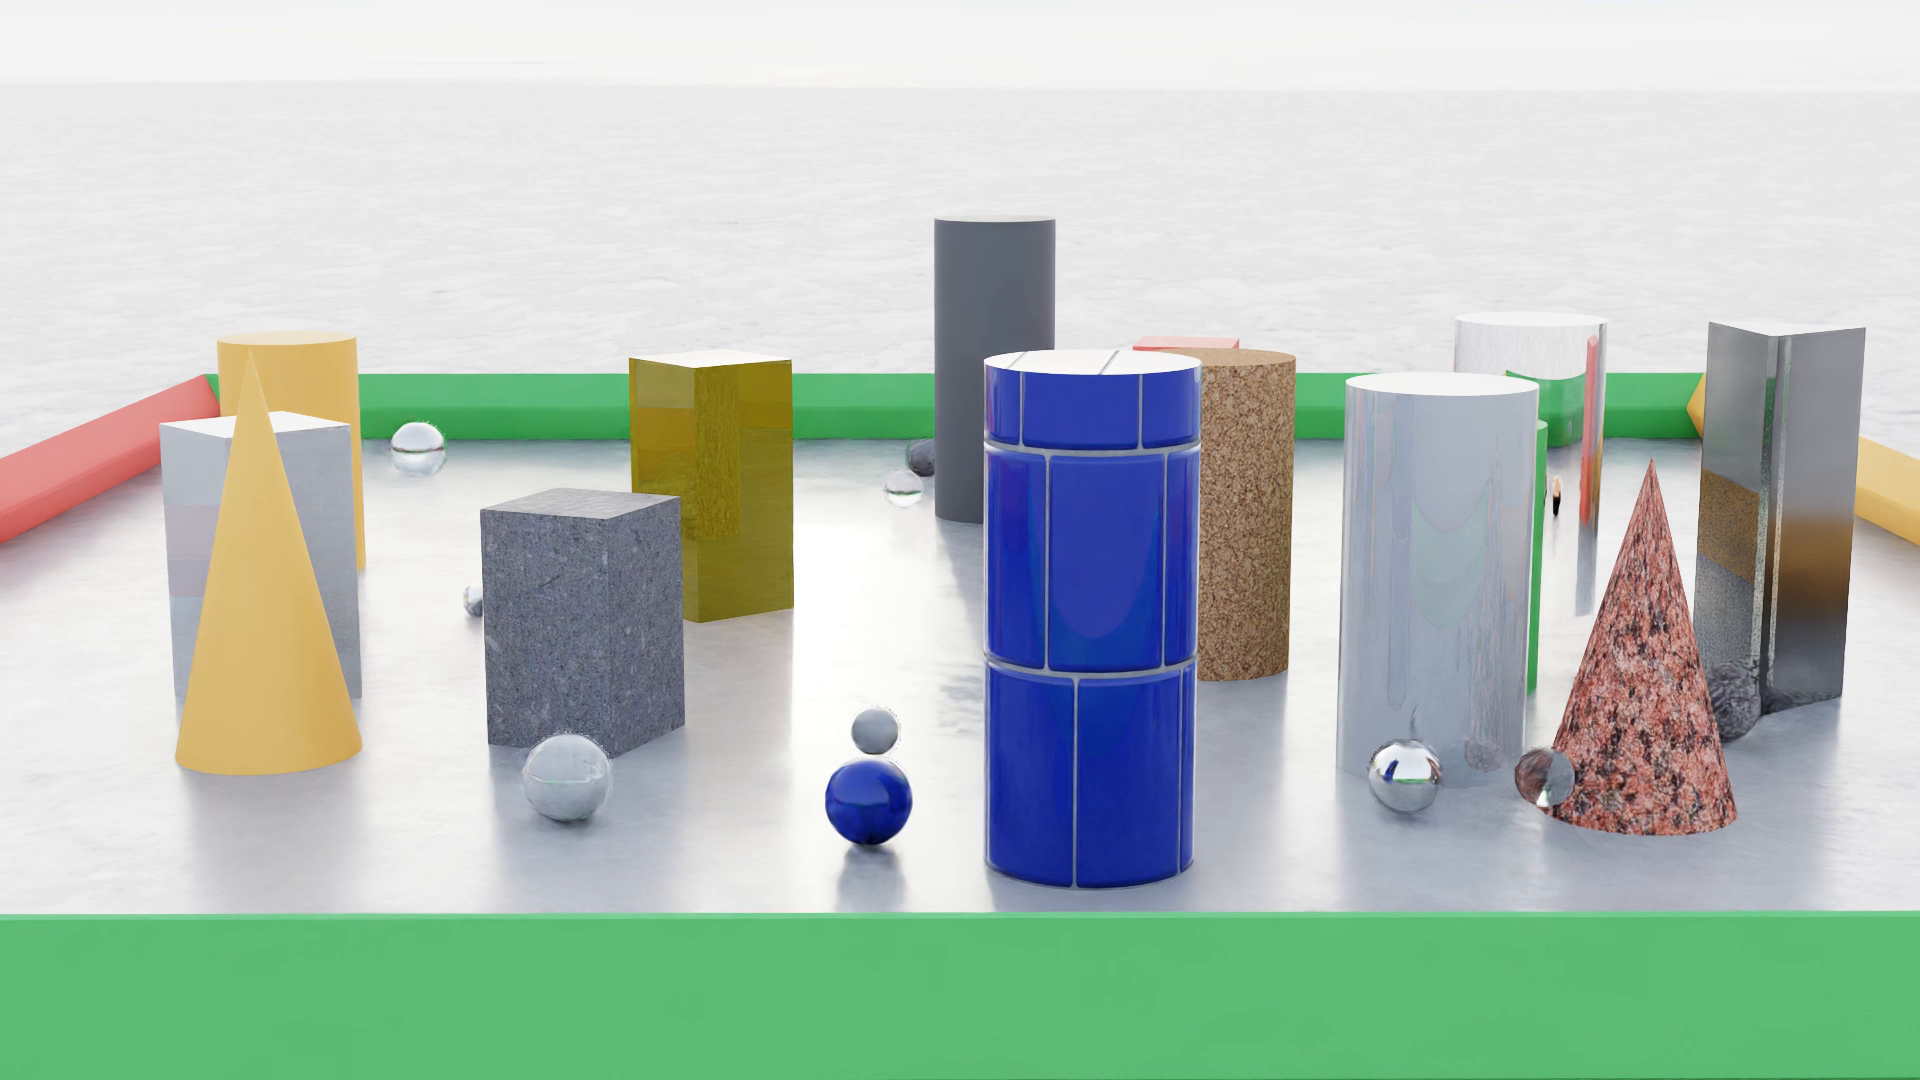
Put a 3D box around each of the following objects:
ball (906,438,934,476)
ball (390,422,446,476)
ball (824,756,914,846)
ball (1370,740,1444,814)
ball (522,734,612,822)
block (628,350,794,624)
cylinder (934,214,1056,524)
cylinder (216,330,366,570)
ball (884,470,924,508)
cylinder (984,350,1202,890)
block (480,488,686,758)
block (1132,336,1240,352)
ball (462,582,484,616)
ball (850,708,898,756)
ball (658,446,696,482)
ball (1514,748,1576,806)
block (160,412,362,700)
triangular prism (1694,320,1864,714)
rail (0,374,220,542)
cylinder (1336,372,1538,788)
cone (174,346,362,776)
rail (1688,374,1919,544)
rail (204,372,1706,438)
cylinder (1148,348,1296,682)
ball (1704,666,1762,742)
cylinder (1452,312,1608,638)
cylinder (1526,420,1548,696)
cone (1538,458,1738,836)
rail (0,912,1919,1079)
[{"bbox_3d":[-0.061,-0.147,4.584,0.069,0.069,0.069,0,11,0],"label":"ball"},{"bbox_3d":[-0.969,-0.162,4.587,0.098,0.098,0.098,0,11,0],"label":"ball"},{"bbox_3d":[-0.086,0.246,2.422,0.085,0.085,0.085,0,11,0],"label":"ball"},{"bbox_3d":[0.439,0.233,2.525,0.072,0.072,0.072,0,11,0],"label":"ball"},{"bbox_3d":[-0.382,0.231,2.496,0.086,0.086,0.086,0,11,0],"label":"ball"},{"bbox_3d":[-0.335,-0.077,3.463,0.157,0.339,0.157,-9,14,-39],"label":"block"},{"bbox_3d":[0.056,-0.280,4.169,0.196,0.482,0.196,0,11,0],"label":"cylinder"},{"bbox_3d":[-0.971,-0.126,3.733,0.196,0.338,0.196,0,11,0],"label":"cylinder"},{"bbox_3d":[-0.092,-0.084,4.217,0.063,0.063,0.063,0,11,0],"label":"ball"},{"bbox_3d":[0.119,0.068,2.344,0.196,0.463,0.196,0,11,0],"label":"cylinder"},{"bbox_3d":[-0.410,0.087,2.802,0.157,0.259,0.157,4,11,23],"label":"block"},{"bbox_3d":[0.363,-0.176,4.138,0.157,0.288,0.157,2,11,10],"label":"block"},{"bbox_3d":[-0.641,0.080,3.425,0.046,0.046,0.046,0,11,0],"label":"ball"},{"bbox_3d":[-0.091,0.204,2.737,0.051,0.051,0.051,0,11,0],"label":"ball"},{"bbox_3d":[-0.498,-0.133,4.522,0.065,0.065,0.065,0,11,0],"label":"ball"},{"bbox_3d":[0.565,0.229,2.481,0.057,0.057,0.057,0,11,0],"label":"ball"},{"bbox_3d":[-0.807,0.025,2.966,0.157,0.321,0.157,-10,14,-42],"label":"block"},{"bbox_3d":[0.918,-0.032,2.969,0.170,0.432,0.147,-8,13,-36],"label":"triangular prism"},{"bbox_3d":[-1.452,0.034,3.441,0.045,0.127,3.264,0,11,0],"label":"rail"},{"bbox_3d":[0.495,0.037,2.673,0.196,0.403,0.196,0,11,0],"label":"cylinder"},{"bbox_3d":[-0.742,0.011,2.719,0.196,0.437,0.196,0,11,0],"label":"cone"},{"bbox_3d":[1.452,0.031,3.457,0.045,0.127,3.264,0,11,0],"label":"rail"},{"bbox_3d":[-0.009,-0.261,5.030,2.952,0.127,0.045,0,11,0],"label":"rail"},{"bbox_3d":[0.307,-0.035,3.130,0.196,0.379,0.196,0,11,0],"label":"cylinder"},{"bbox_3d":[0.828,0.178,2.790,0.083,0.083,0.083,0,11,0],"label":"ball"},{"bbox_3d":[0.740,-0.089,3.361,0.196,0.401,0.196,0,11,0],"label":"cylinder"},{"bbox_3d":[0.588,0.016,3.034,0.196,0.313,0.196,0,11,0],"label":"cylinder"},{"bbox_3d":[0.671,0.091,2.518,0.196,0.353,0.196,0,11,0],"label":"cone"},{"bbox_3d":[0.009,0.326,1.868,2.952,0.127,0.045,0,11,0],"label":"rail"}]
